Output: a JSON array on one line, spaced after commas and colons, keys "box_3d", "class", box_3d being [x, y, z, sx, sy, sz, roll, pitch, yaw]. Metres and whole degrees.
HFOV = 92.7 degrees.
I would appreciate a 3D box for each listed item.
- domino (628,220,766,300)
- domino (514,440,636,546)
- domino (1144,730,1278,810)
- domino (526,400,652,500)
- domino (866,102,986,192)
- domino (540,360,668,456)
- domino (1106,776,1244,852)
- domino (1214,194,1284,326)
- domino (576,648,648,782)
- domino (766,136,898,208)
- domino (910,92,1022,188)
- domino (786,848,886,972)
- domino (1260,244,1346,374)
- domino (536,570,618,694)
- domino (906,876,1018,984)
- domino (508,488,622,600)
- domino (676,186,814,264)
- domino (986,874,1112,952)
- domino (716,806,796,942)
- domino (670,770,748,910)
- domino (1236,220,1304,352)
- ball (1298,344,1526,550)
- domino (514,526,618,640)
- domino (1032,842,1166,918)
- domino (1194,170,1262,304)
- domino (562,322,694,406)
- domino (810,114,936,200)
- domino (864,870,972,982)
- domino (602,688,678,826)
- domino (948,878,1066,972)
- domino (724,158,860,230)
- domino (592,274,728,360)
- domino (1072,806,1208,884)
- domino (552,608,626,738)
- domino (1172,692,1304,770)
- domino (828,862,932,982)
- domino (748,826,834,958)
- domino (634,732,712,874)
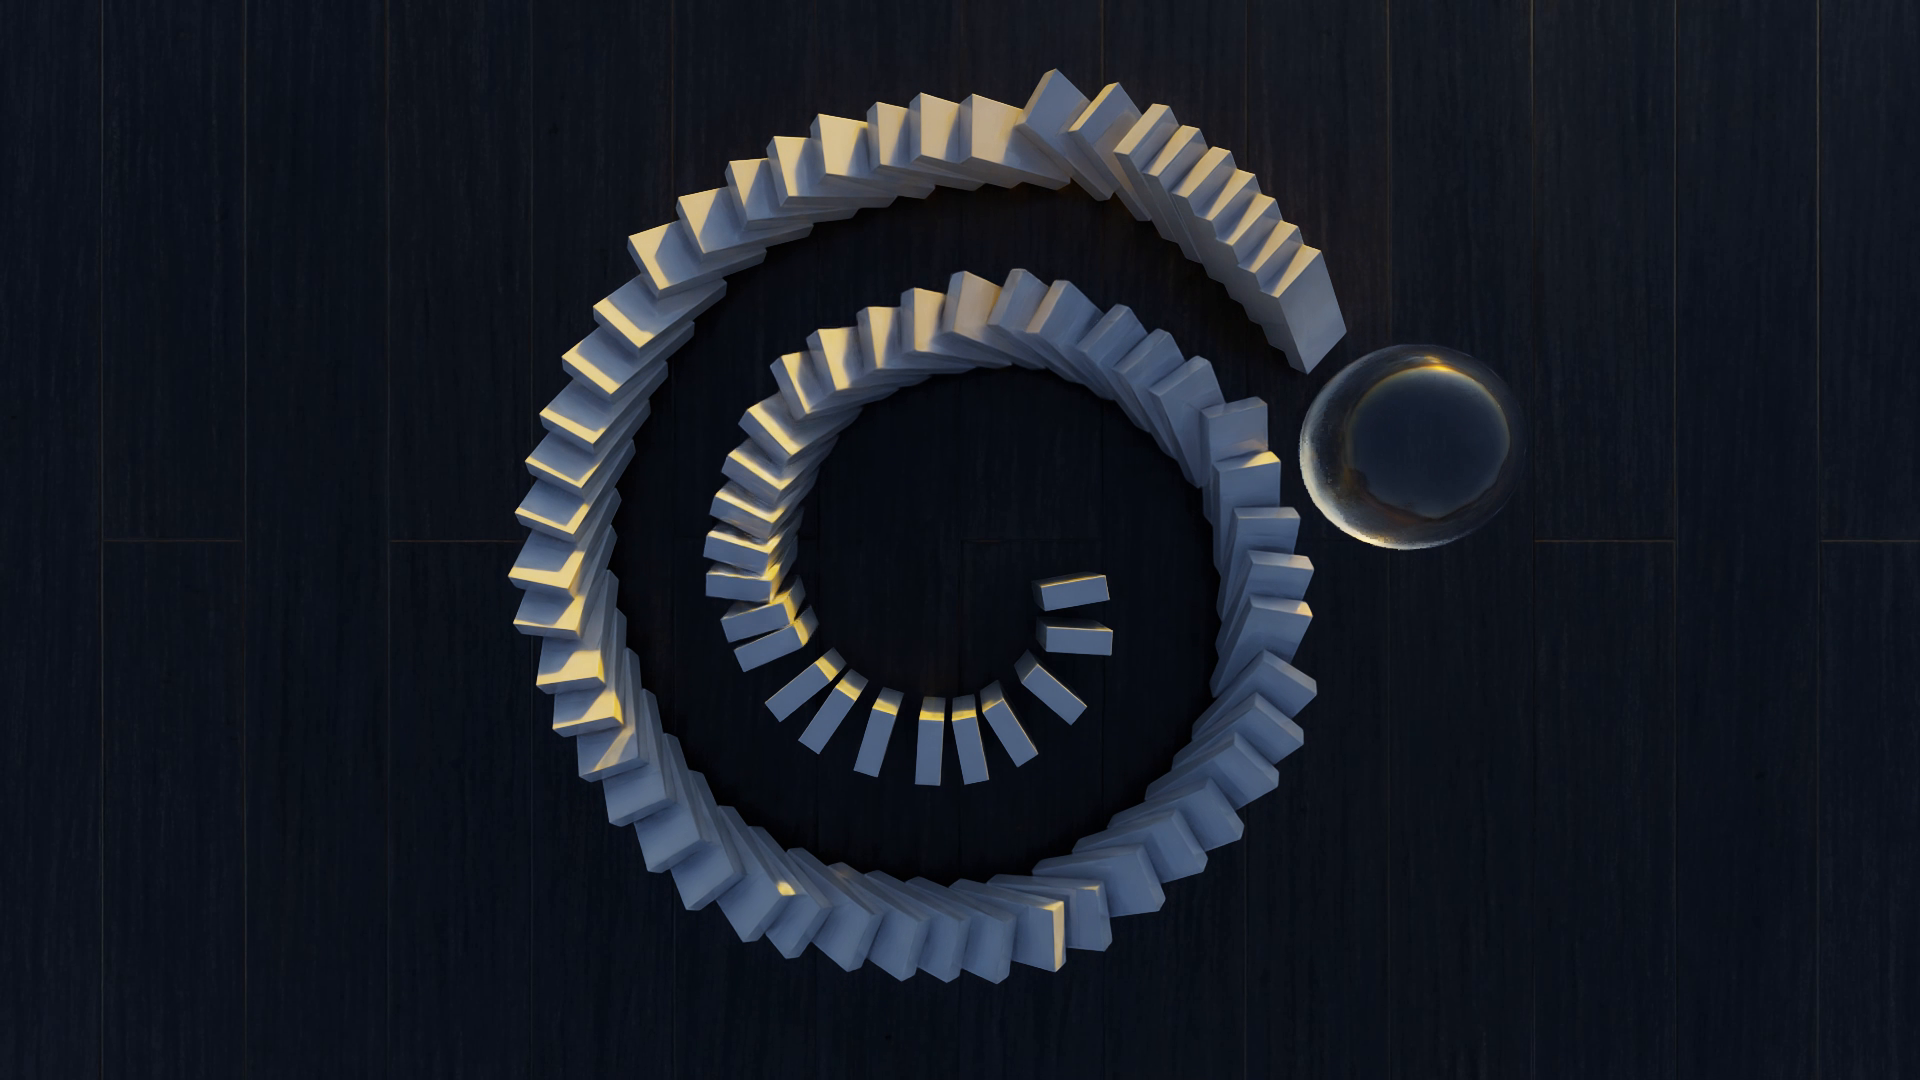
[{"box_3d": [-0.110, -0.122, 0.385, 0.050, 0.010, 0.025, -30, 90, -26], "class": "domino"}, {"box_3d": [-0.160, -0.025, 0.383, 0.025, 0.009, 0.050, 20, 60, 0], "class": "domino"}, {"box_3d": [0.104, 0.103, 0.382, 0.025, 0.010, 0.050, 44, 122, -3], "class": "domino"}, {"box_3d": [-0.154, -0.043, 0.383, 0.025, 0.009, 0.050, 25, 60, 1], "class": "domino"}, {"box_3d": [-0.014, -0.164, 0.383, 0.050, 0.010, 0.025, -3, 90, -31], "class": "domino"}, {"box_3d": [-0.148, -0.061, 0.383, 0.025, 0.010, 0.050, 29, 60, 2], "class": "domino"}, {"box_3d": [0.089, 0.120, 0.383, 0.050, 0.010, 0.025, -34, 91, 31], "class": "domino"}, {"box_3d": [0.125, -0.114, 0.378, 0.025, 0.050, 0.009, -47, 46, 0], "class": "domino"}, {"box_3d": [-0.146, 0.073, 0.383, 0.025, 0.009, 0.050, -18, 60, 0], "class": "domino"}, {"box_3d": [-0.053, -0.153, 0.382, 0.050, 0.010, 0.025, -13, 88, -31], "class": "domino"}, {"box_3d": [0.003, -0.166, 0.382, 0.050, 0.009, 0.025, 0, 88, -32], "class": "domino"}, {"box_3d": [-0.057, 0.153, 0.382, 0.050, 0.010, 0.025, 24, 92, 32], "class": "domino"}, {"box_3d": [0.143, -0.094, 0.379, 0.025, 0.050, 0.009, -47, 46, 0], "class": "domino"}, {"box_3d": [-0.159, 0.038, 0.382, 0.025, 0.009, 0.050, -8, 58, 2], "class": "domino"}, {"box_3d": [-0.002, 0.162, 0.382, 0.050, 0.009, 0.025, 9, 91, 33], "class": "domino"}, {"box_3d": [-0.164, -0.001, 0.382, 0.025, 0.010, 0.050, 11, 59, 3], "class": "domino"}, {"box_3d": [-0.090, -0.135, 0.385, 0.050, 0.010, 0.025, -24, 90, -25], "class": "domino"}, {"box_3d": [0.037, 0.155, 0.384, 0.050, 0.010, 0.025, -8, 90, 29], "class": "domino"}, {"box_3d": [-0.092, 0.138, 0.382, 0.025, 0.010, 0.050, -50, 59, 3], "class": "domino"}, {"box_3d": [-0.111, 0.125, 0.383, 0.025, 0.009, 0.050, -37, 60, 2], "class": "domino"}, {"box_3d": [0.133, -0.104, 0.379, 0.025, 0.050, 0.009, -47, 46, 0], "class": "domino"}, {"box_3d": [0.176, -0.036, 0.360, 0.080, 0.080, 0.080, 0, 90, 0], "class": "ball"}, {"box_3d": [-0.164, 0.016, 0.383, 0.025, 0.010, 0.050, 6, 59, 0], "class": "domino"}, {"box_3d": [0.057, 0.144, 0.383, 0.050, 0.010, 0.025, -22, 90, 31], "class": "domino"}, {"box_3d": [0.116, -0.124, 0.379, 0.025, 0.050, 0.009, -47, 46, 0], "class": "domino"}, {"box_3d": [-0.138, -0.081, 0.384, 0.025, 0.009, 0.050, 37, 61, 1], "class": "domino"}, {"box_3d": [-0.036, -0.159, 0.382, 0.050, 0.010, 0.025, -5, 84, -31], "class": "domino"}, {"box_3d": [-0.021, 0.160, 0.383, 0.050, 0.009, 0.025, 13, 90, 33], "class": "domino"}, {"box_3d": [-0.137, 0.091, 0.384, 0.025, 0.009, 0.050, -23, 61, 0], "class": "domino"}, {"box_3d": [0.019, 0.160, 0.382, 0.050, 0.009, 0.025, -1, 93, 34], "class": "domino"}, {"box_3d": [-0.070, -0.146, 0.384, 0.050, 0.009, 0.025, -17, 90, -27], "class": "domino"}, {"box_3d": [-0.125, -0.100, 0.384, 0.025, 0.010, 0.050, 42, 62, 0], "class": "domino"}, {"box_3d": [0.074, 0.132, 0.383, 0.050, 0.009, 0.025, -31, 91, 31], "class": "domino"}, {"box_3d": [-0.154, 0.055, 0.382, 0.025, 0.010, 0.050, -12, 57, 0], "class": "domino"}, {"box_3d": [0.115, 0.088, 0.382, 0.025, 0.009, 0.050, 39, 123, -3], "class": "domino"}, {"box_3d": [-0.037, 0.158, 0.382, 0.050, 0.010, 0.025, 18, 93, 33], "class": "domino"}, {"box_3d": [-0.078, 0.146, 0.383, 0.050, 0.010, 0.025, 35, 90, 31], "class": "domino"}, {"box_3d": [-0.124, 0.109, 0.383, 0.025, 0.010, 0.050, -32, 60, 2], "class": "domino"}]
